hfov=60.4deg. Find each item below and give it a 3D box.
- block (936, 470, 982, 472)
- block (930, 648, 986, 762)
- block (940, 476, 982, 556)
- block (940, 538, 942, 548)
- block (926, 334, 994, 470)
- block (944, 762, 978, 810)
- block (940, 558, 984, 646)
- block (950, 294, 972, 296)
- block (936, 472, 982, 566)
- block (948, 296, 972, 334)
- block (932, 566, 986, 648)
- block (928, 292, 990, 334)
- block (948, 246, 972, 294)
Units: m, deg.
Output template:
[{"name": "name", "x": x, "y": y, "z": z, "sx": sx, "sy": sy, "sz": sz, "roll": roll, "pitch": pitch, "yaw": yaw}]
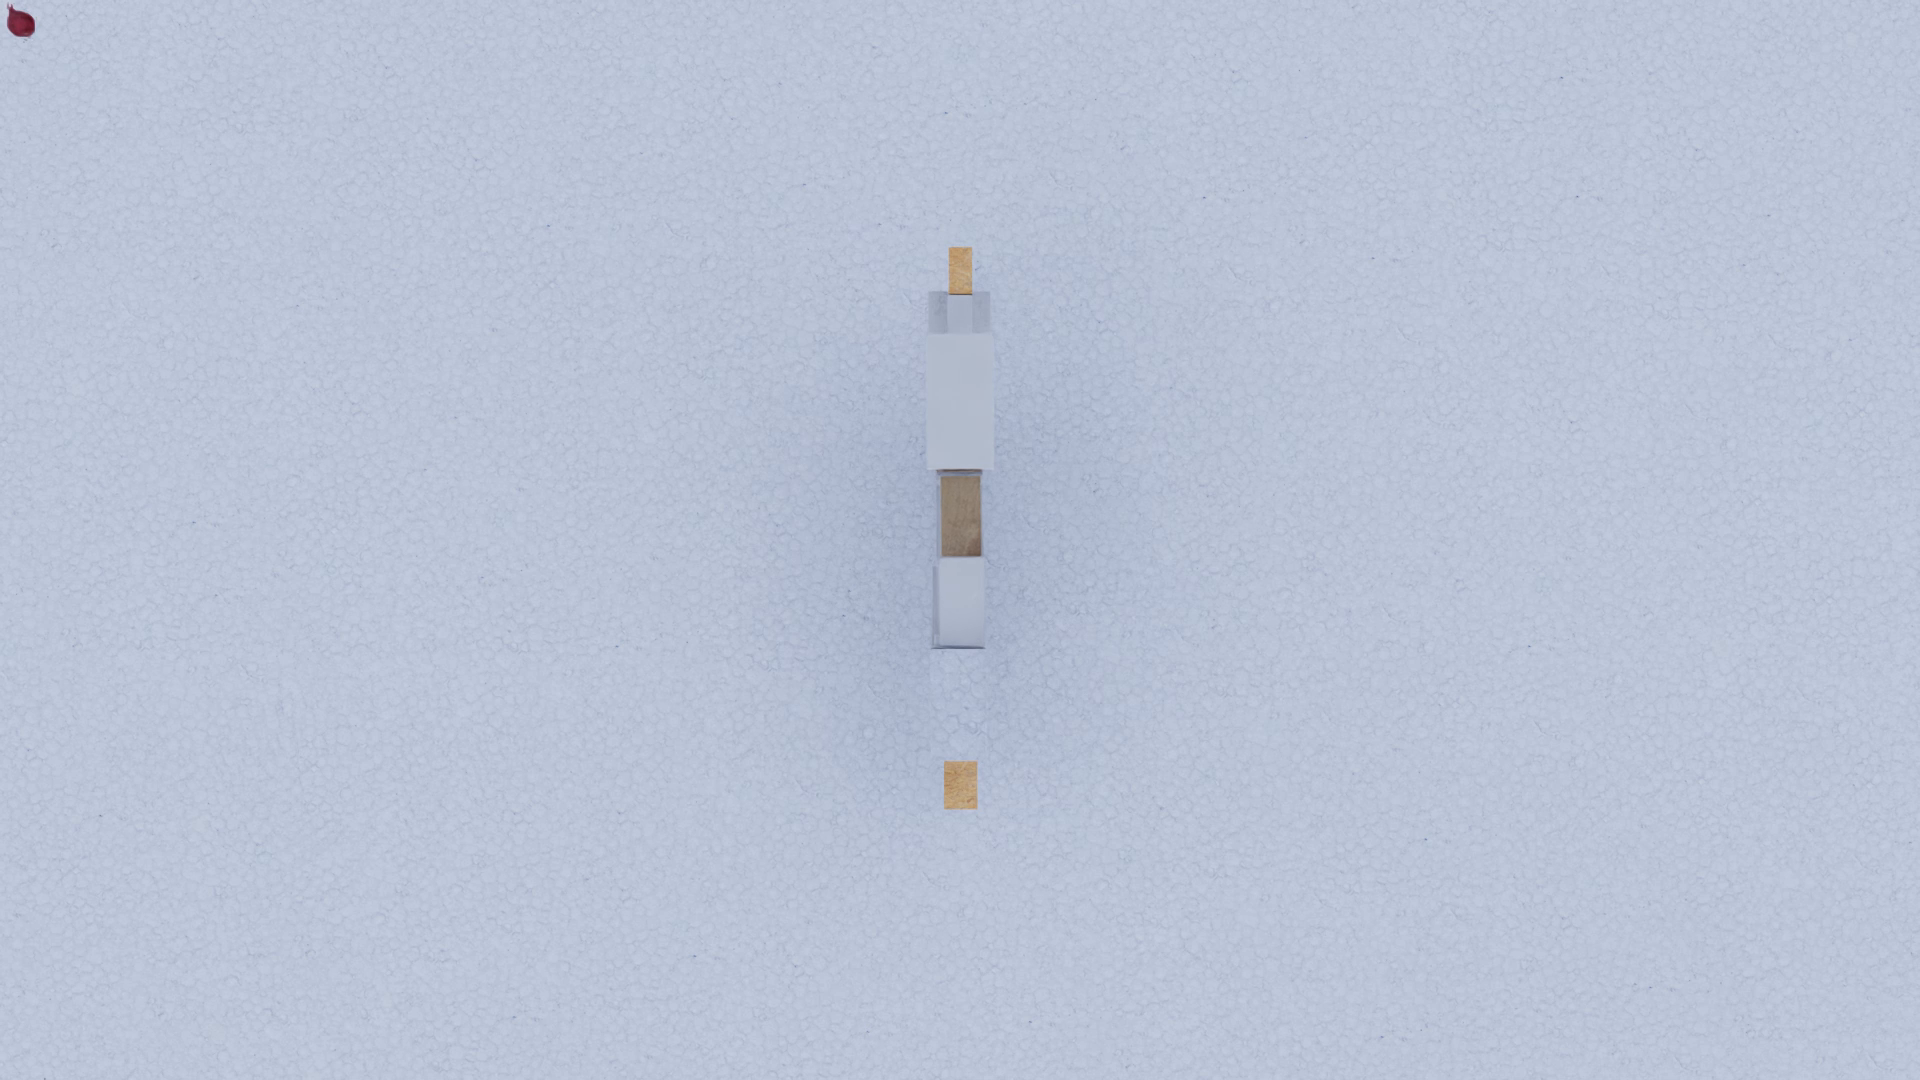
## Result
[{"name": "block", "x": -0.003, "y": -0.336, "z": 5.193, "sx": 0.144, "sy": 0.041, "sz": 0.287, "roll": 0, "pitch": 90, "yaw": 0}, {"name": "block", "x": -0.004, "y": 0.456, "z": 4.578, "sx": 0.155, "sy": 0.044, "sz": 0.310, "roll": 0, "pitch": 90, "yaw": 0}, {"name": "block", "x": 0.003, "y": -0.068, "z": 4.758, "sx": 0.115, "sy": 0.033, "sz": 0.230, "roll": -1, "pitch": 90, "yaw": 0}, {"name": "block", "x": 0.001, "y": 0.009, "z": 4.890, "sx": 0.115, "sy": 0.229, "sz": 0.033, "roll": 0, "pitch": 90, "yaw": 0}, {"name": "block", "x": 0.001, "y": -0.366, "z": 4.381, "sx": 0.178, "sy": 0.050, "sz": 0.356, "roll": 0, "pitch": 90, "yaw": 0}, {"name": "block", "x": 0.002, "y": 0.717, "z": 5.029, "sx": 0.102, "sy": 0.029, "sz": 0.203, "roll": 0, "pitch": 90, "yaw": 0}, {"name": "block", "x": 0.004, "y": 0.174, "z": 4.647, "sx": 0.122, "sy": 0.035, "sz": 0.245, "roll": 0, "pitch": 90, "yaw": 0}, {"name": "block", "x": 0.001, "y": -0.711, "z": 4.696, "sx": 0.065, "sy": 0.131, "sz": 0.018, "roll": 0, "pitch": 90, "yaw": 0}, {"name": "block", "x": -0.002, "y": -0.065, "z": 5.025, "sx": 0.141, "sy": 0.040, "sz": 0.282, "roll": 0, "pitch": 90, "yaw": 0}, {"name": "block", "x": -0.001, "y": -0.616, "z": 4.617, "sx": 0.068, "sy": 0.019, "sz": 0.135, "roll": 0, "pitch": 90, "yaw": 0}, {"name": "block", "x": -0.004, "y": 0.237, "z": 4.931, "sx": 0.157, "sy": 0.044, "sz": 0.313, "roll": 0, "pitch": 90, "yaw": 0}, {"name": "block", "x": -0.001, "y": -0.538, "z": 4.787, "sx": 0.180, "sy": 0.051, "sz": 0.360, "roll": 0, "pitch": 90, "yaw": 0}, {"name": "block", "x": 0.001, "y": -0.754, "z": 4.621, "sx": 0.065, "sy": 0.018, "sz": 0.131, "roll": 0, "pitch": 90, "yaw": 0}]
